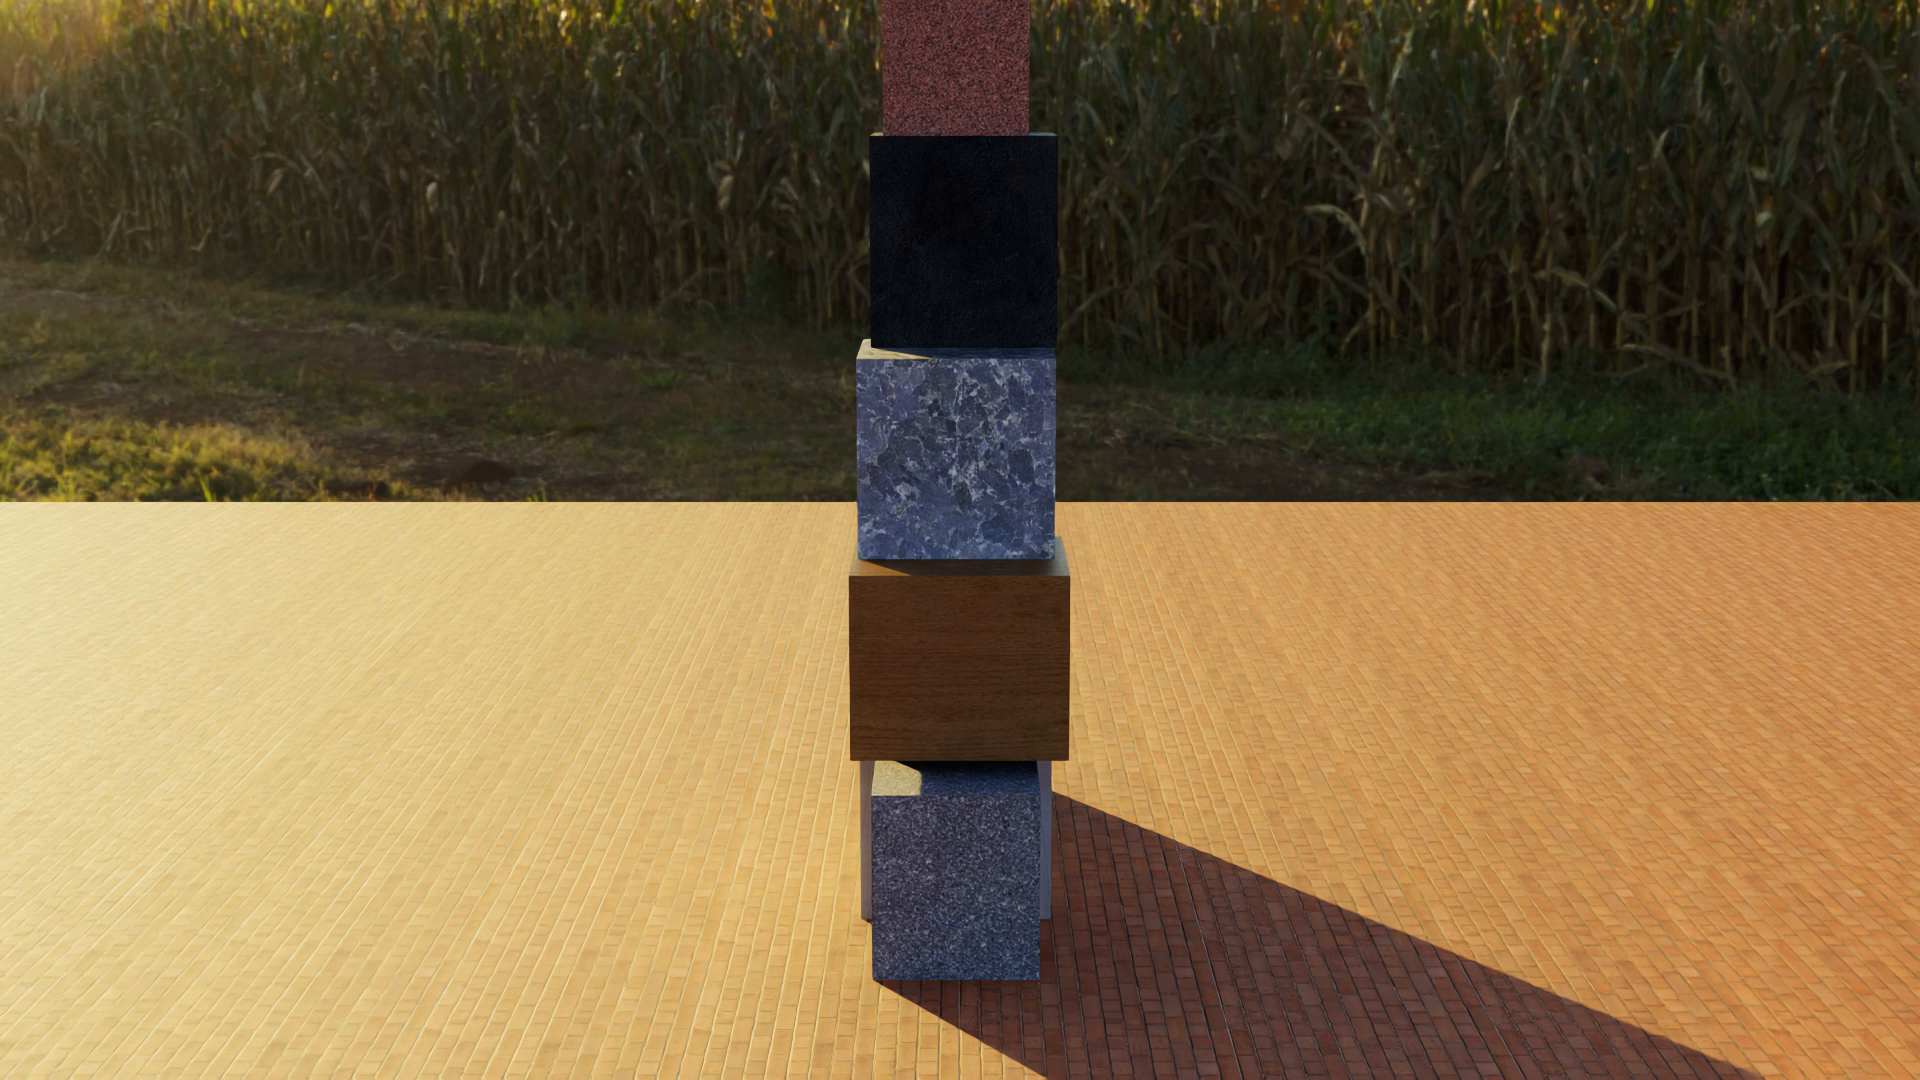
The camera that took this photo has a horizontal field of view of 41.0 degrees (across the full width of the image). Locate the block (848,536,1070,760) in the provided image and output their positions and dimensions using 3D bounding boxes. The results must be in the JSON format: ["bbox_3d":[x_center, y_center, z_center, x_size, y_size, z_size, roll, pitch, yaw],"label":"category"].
[{"bbox_3d":[-0.002,0.430,10.557,0.871,0.750,0.877,0,10,0],"label":"block"}]

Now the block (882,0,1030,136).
[{"bbox_3d":[-0.017,-2.015,10.821,0.601,0.600,0.596,0,10,0],"label":"block"}]

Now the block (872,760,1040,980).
[{"bbox_3d":[-0.016,1.293,10.361,0.657,0.749,0.727,0,10,0],"label":"block"}]

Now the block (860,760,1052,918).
[{"bbox_3d":[-0.018,1.131,11.071,0.798,0.813,0.707,0,10,0],"label":"block"}]

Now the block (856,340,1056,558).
[{"bbox_3d":[-0.015,-0.394,10.720,0.800,0.813,0.787,0,10,0],"label":"block"}]

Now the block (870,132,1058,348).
[{"bbox_3d":[0.016,-1.291,10.950,0.775,0.871,0.697,0,10,0],"label":"block"}]
